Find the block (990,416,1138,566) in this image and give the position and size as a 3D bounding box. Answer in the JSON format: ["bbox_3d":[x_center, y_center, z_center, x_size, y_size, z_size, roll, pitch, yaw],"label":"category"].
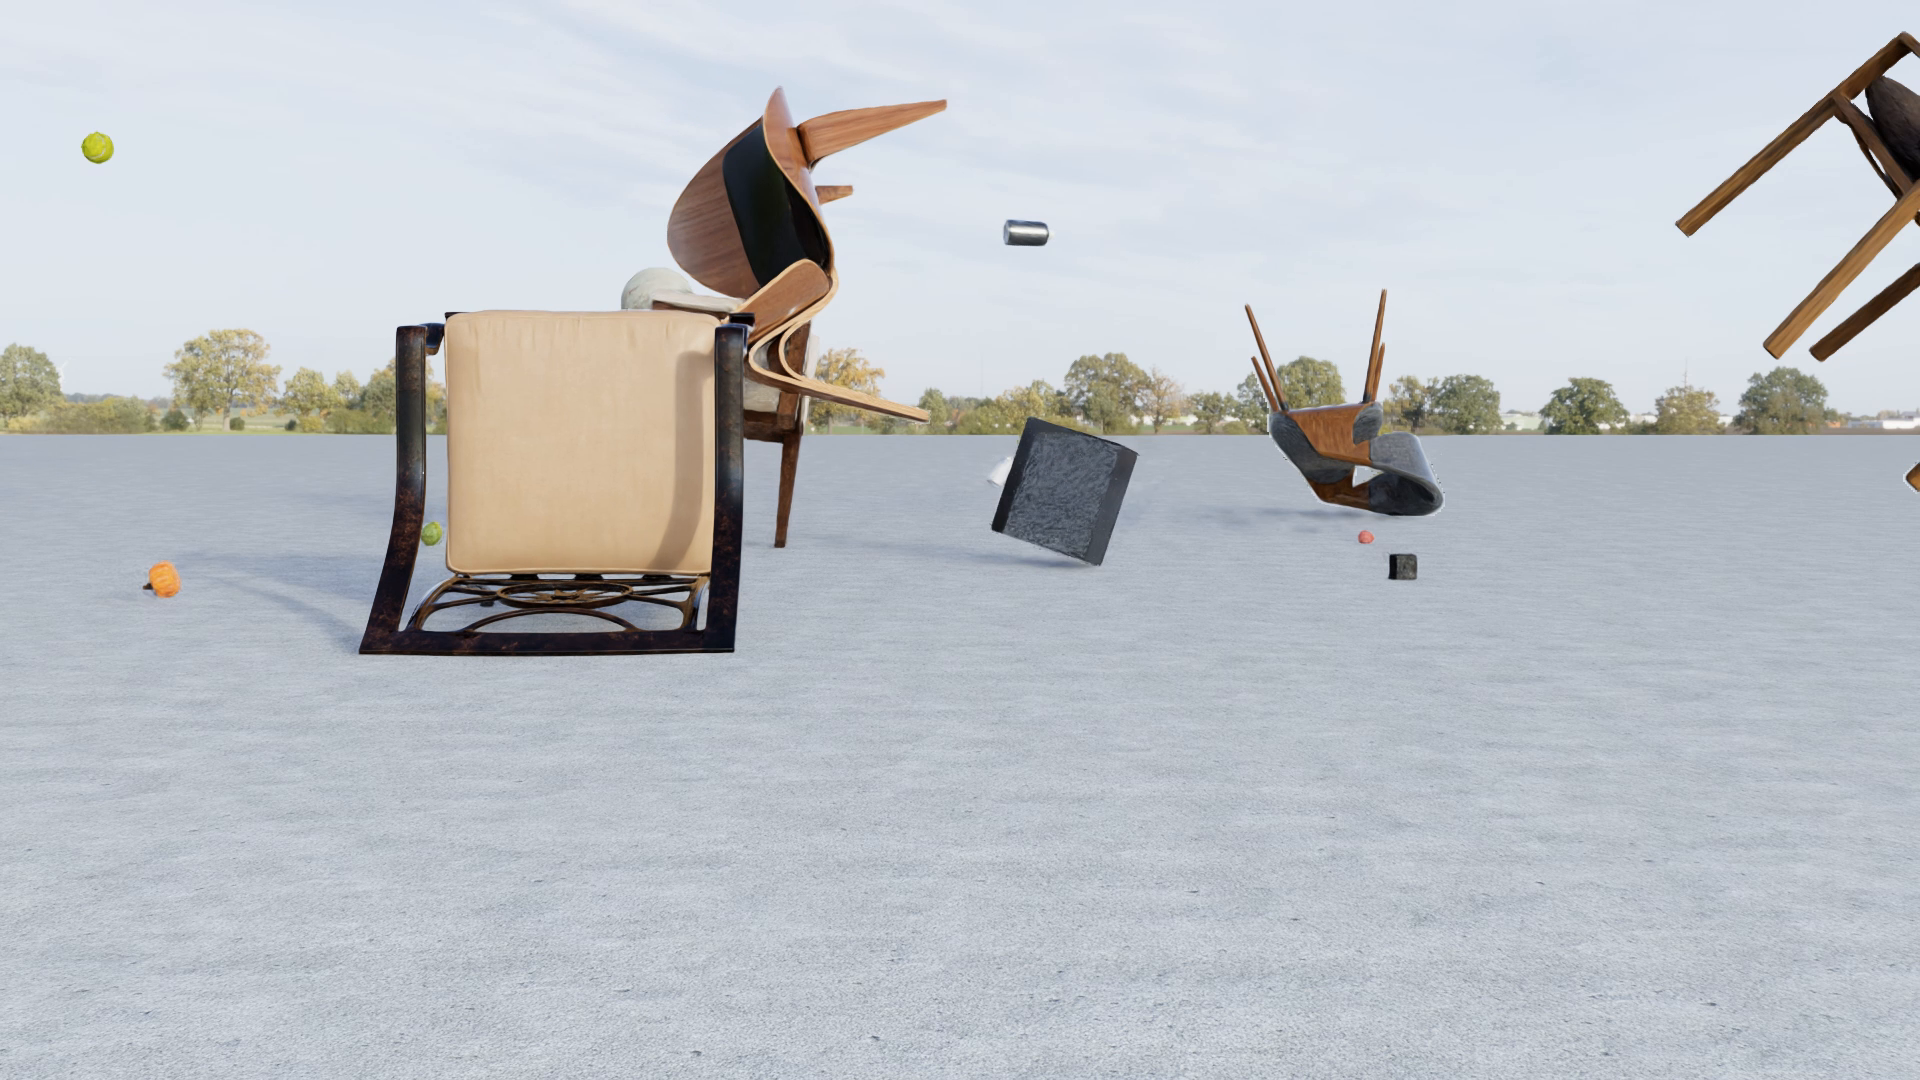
[{"bbox_3d":[0.264,-0.123,5.556,0.264,0.302,0.133,19,0,24],"label":"block"}]

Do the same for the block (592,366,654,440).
[{"bbox_3d":[-0.841,-0.341,5.499,0.098,0.110,0.131,25,27,-10],"label":"block"}]

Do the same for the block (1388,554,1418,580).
[{"bbox_3d":[1.046,0.064,5.190,0.052,0.058,0.039,-1,4,-17],"label":"block"}]

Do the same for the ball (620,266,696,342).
[{"bbox_3d":[-1.009,-0.788,7.349,0.249,0.249,0.249,0,4,0],"label":"ball"}]
